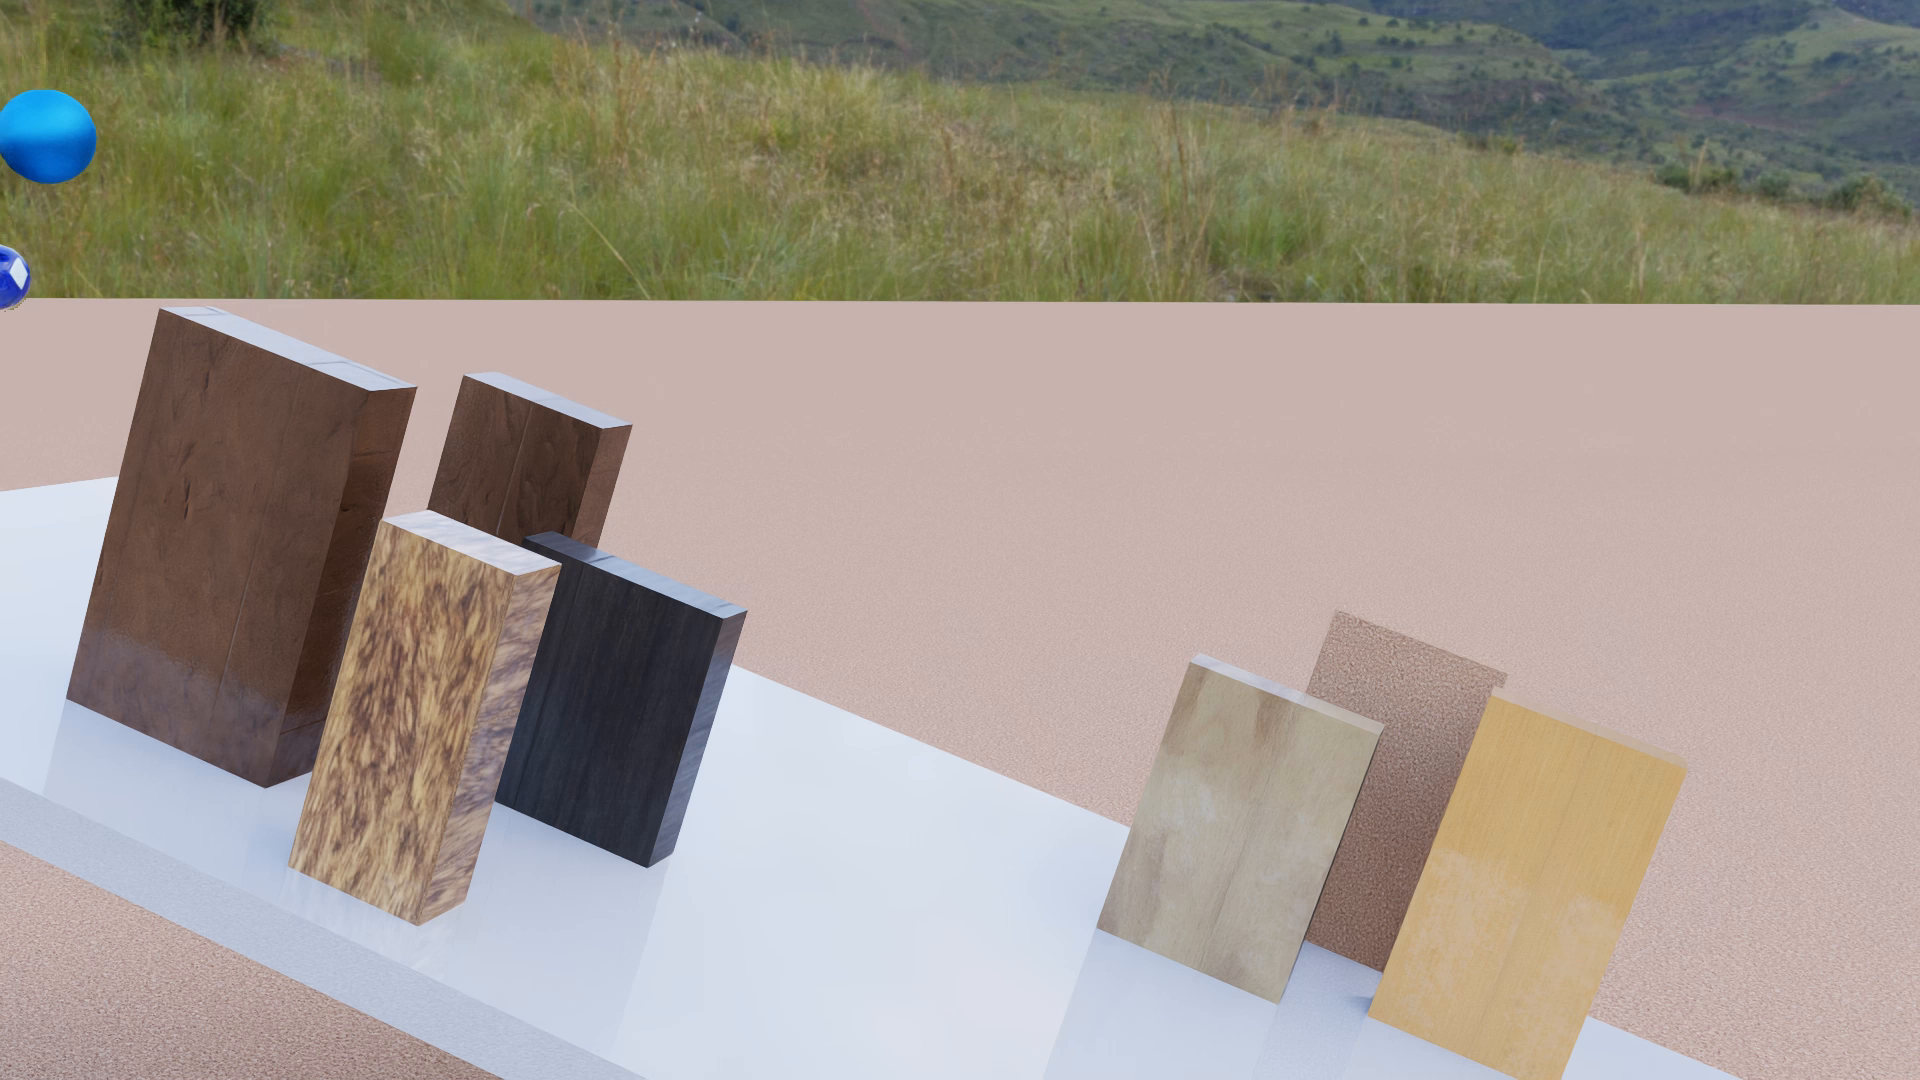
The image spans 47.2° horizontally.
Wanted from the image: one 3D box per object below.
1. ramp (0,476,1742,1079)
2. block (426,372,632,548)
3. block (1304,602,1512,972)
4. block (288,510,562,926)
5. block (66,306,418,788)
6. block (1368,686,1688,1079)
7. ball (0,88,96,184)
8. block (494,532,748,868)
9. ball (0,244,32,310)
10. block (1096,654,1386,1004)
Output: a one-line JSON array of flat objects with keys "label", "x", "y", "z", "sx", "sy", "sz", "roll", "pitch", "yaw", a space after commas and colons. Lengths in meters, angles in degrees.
[{"label": "ramp", "x": -0.350, "y": 0.655, "z": 4.221, "sx": 4.000, "sy": 0.100, "sz": 2.000, "roll": 21, "pitch": 12, "yaw": 14}, {"label": "block", "x": -0.912, "y": 0.025, "z": 4.413, "sx": 0.315, "sy": 0.651, "sz": 0.135, "roll": 21, "pitch": 12, "yaw": 14}, {"label": "block", "x": 0.865, "y": 0.525, "z": 4.670, "sx": 0.372, "sy": 0.695, "sz": 0.124, "roll": 21, "pitch": 12, "yaw": 14}, {"label": "block", "x": -0.851, "y": 0.279, "z": 3.491, "sx": 0.247, "sy": 0.595, "sz": 0.145, "roll": 21, "pitch": 12, "yaw": 14}, {"label": "block", "x": -1.251, "y": 0.008, "z": 3.816, "sx": 0.423, "sy": 0.722, "sz": 0.148, "roll": 21, "pitch": 12, "yaw": 14}, {"label": "block", "x": 1.105, "y": 0.683, "z": 4.306, "sx": 0.385, "sy": 0.697, "sz": 0.105, "roll": 21, "pitch": 12, "yaw": 14}, {"label": "ball", "x": -1.920, "y": -0.848, "z": 4.621, "sx": 0.197, "sy": 0.197, "sz": 0.197, "roll": 0, "pitch": 7, "yaw": 0}, {"label": "block", "x": -0.657, "y": 0.287, "z": 4.005, "sx": 0.409, "sy": 0.487, "sz": 0.110, "roll": 21, "pitch": 12, "yaw": 14}, {"label": "ball", "x": -2.065, "y": -0.563, "z": 4.707, "sx": 0.140, "sy": 0.140, "sz": 0.140, "roll": 0, "pitch": 7, "yaw": 0}, {"label": "block", "x": 0.547, "y": 0.564, "z": 4.315, "sx": 0.386, "sy": 0.575, "sz": 0.103, "roll": 21, "pitch": 12, "yaw": 14}]
